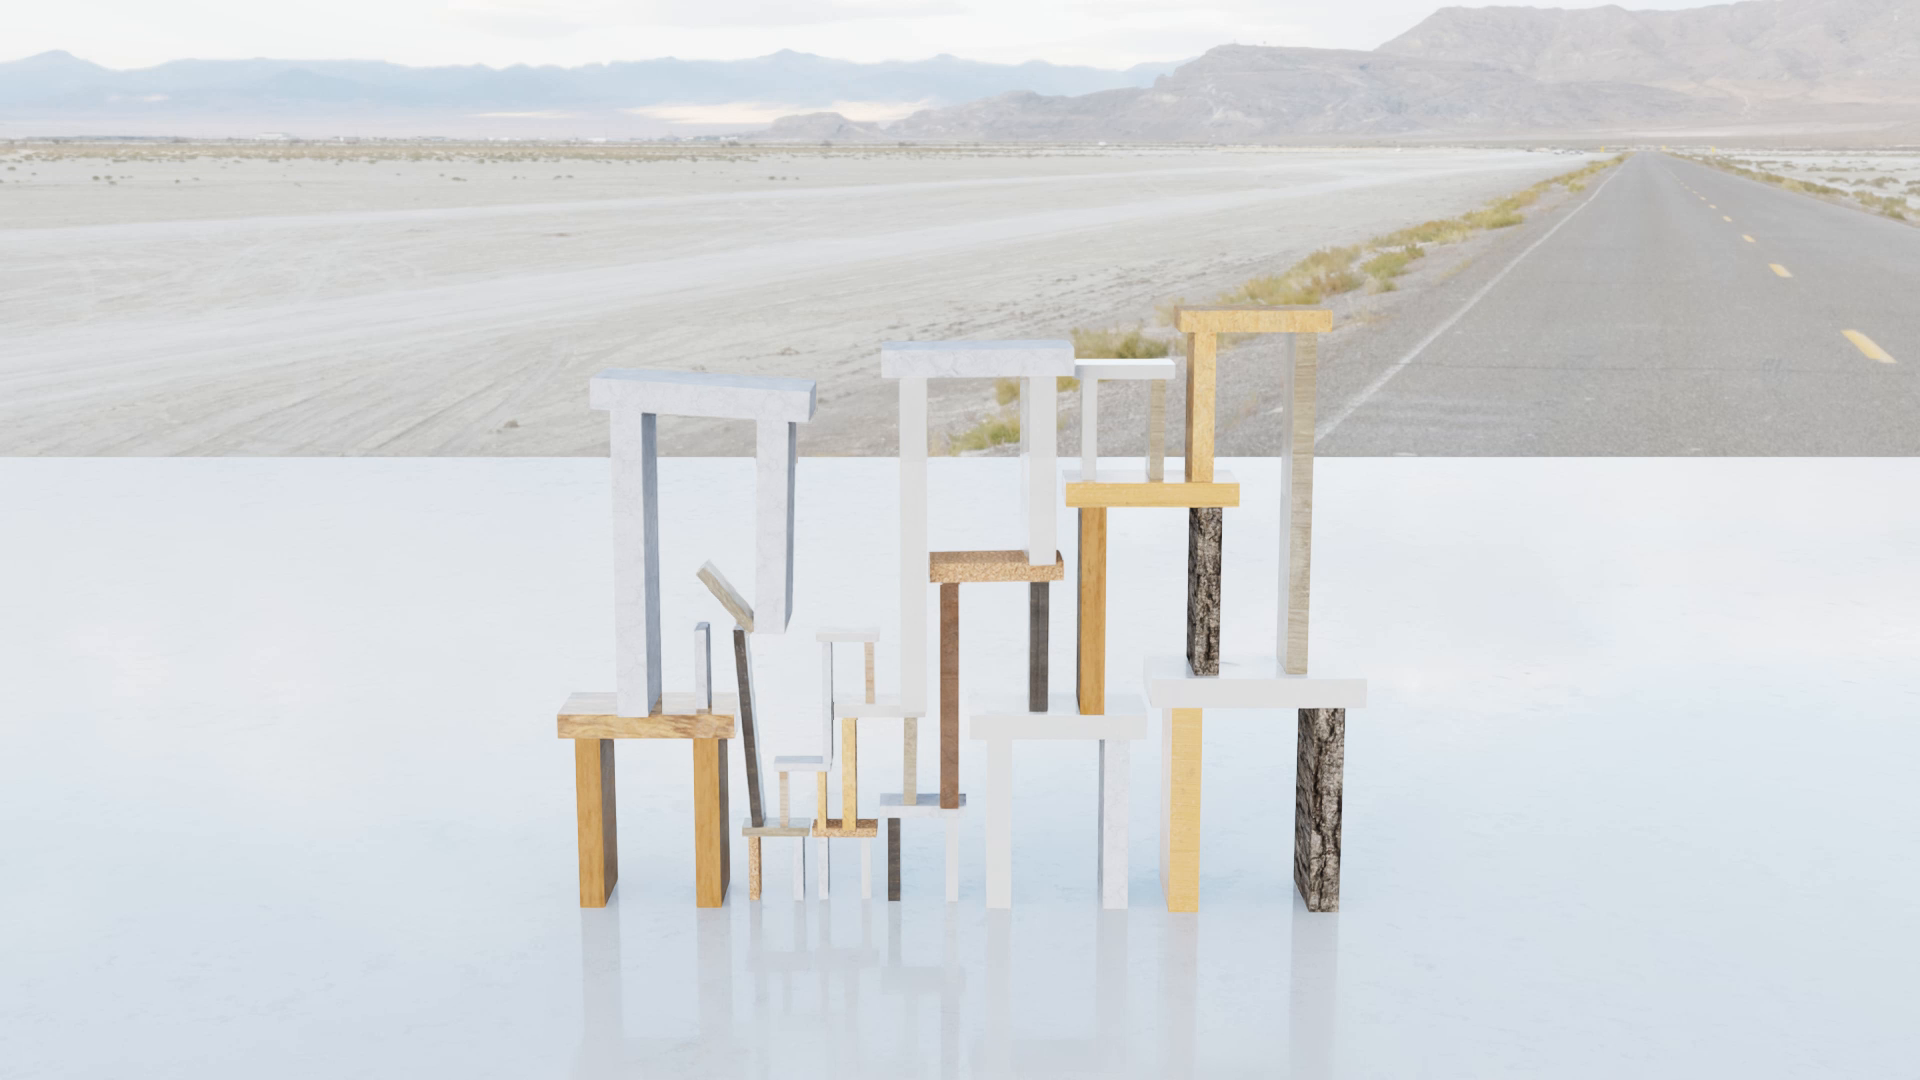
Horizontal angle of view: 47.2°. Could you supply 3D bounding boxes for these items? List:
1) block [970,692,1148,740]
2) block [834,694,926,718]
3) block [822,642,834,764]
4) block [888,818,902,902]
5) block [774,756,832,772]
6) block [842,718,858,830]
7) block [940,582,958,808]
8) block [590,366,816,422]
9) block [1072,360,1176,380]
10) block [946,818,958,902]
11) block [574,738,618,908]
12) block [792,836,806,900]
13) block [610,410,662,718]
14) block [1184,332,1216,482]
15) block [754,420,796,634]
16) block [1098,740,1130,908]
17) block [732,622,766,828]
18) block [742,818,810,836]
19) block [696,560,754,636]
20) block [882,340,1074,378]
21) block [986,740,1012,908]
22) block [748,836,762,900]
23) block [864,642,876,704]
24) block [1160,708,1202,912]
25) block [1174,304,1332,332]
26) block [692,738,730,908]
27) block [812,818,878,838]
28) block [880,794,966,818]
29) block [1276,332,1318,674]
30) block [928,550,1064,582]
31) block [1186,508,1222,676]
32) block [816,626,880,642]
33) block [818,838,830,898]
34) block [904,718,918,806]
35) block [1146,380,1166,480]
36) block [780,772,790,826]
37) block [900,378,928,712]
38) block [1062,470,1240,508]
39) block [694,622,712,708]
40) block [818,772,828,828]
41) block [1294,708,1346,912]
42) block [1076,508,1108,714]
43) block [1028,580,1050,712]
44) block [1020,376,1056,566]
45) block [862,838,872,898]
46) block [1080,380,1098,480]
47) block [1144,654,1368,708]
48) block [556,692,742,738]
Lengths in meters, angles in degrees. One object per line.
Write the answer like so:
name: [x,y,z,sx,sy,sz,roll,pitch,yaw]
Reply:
block: [0.159,0.289,3.614,0.286,0.041,0.143,0,11,0]
block: [-0.131,0.271,3.612,0.149,0.021,0.075,0,11,0]
block: [-0.217,0.261,3.608,0.015,0.204,0.051,0,11,0]
block: [-0.109,0.520,3.655,0.020,0.143,0.072,0,11,0]
block: [-0.259,0.368,3.626,0.094,0.013,0.047,0,11,0]
block: [-0.182,0.376,3.633,0.021,0.192,0.075,0,11,0]
block: [-0.017,0.243,3.606,0.030,0.378,0.108,0,11,0]
block: [-0.407,-0.233,3.516,0.342,0.048,0.171,4,11,-1]
block: [0.259,-0.273,3.509,0.161,0.023,0.081,0,11,0]
block: [-0.013,0.520,3.655,0.020,0.143,0.072,0,11,0]
block: [-0.602,0.449,3.647,0.041,0.286,0.143,0,11,0]
block: [-0.267,0.537,3.655,0.016,0.110,0.055,0,11,0]
block: [-0.524,0.027,3.564,0.048,0.492,0.171,0,11,0]
block: [0.384,-0.219,3.517,0.034,0.237,0.118,0,11,0]
block: [-0.298,-0.033,3.554,0.048,0.342,0.171,2,11,0]
block: [0.254,0.449,3.644,0.041,0.286,0.143,0,11,0]
block: [-0.345,0.303,3.616,0.019,0.333,0.066,-4,10,1]
block: [-0.304,0.475,3.643,0.110,0.016,0.055,0,11,0]
block: [-0.376,0.093,3.577,0.019,0.131,0.066,-39,8,7]
block: [0.026,-0.289,3.500,0.301,0.043,0.150,-1,11,-2]
block: [0.063,0.449,3.644,0.041,0.286,0.143,0,11,0]
block: [-0.340,0.537,3.655,0.016,0.110,0.055,0,11,0]
block: [-0.147,0.211,3.596,0.015,0.103,0.051,-1,11,0]
block: [0.364,0.422,3.633,0.049,0.343,0.171,0,11,0]
block: [0.463,-0.352,3.493,0.237,0.034,0.118,0,11,0]
block: [-0.411,0.449,3.647,0.041,0.286,0.143,0,11,0]
block: [-0.191,0.478,3.649,0.106,0.015,0.053,0,11,0]
block: [-0.061,0.440,3.640,0.143,0.020,0.072,0,11,0]
block: [0.542,-0.065,3.546,0.034,0.550,0.118,0,11,0]
block: [0.057,0.042,3.564,0.215,0.030,0.108,-1,11,-2]
block: [0.396,0.071,3.571,0.039,0.274,0.137,0,11,0]
block: [-0.182,0.154,3.587,0.103,0.015,0.051,0,11,1]
block: [-0.226,0.538,3.660,0.015,0.106,0.053,0,11,0]
block: [-0.082,0.355,3.628,0.021,0.149,0.075,1,11,0]
block: [0.313,-0.182,3.526,0.023,0.161,0.081,0,11,0]
block: [-0.290,0.421,3.635,0.013,0.094,0.047,0,11,0]
block: [-0.074,-0.002,3.553,0.043,0.539,0.150,0,11,0]
block: [0.305,-0.084,3.542,0.274,0.039,0.137,0,11,0]
block: [-0.420,0.204,3.598,0.019,0.131,0.066,0,11,0]
block: [-0.228,0.423,3.636,0.013,0.098,0.047,0,11,0]
block: [0.593,0.422,3.633,0.049,0.343,0.171,0,11,0]
block: [0.213,0.102,3.576,0.039,0.339,0.137,0,11,0]
block: [0.127,0.163,3.589,0.030,0.215,0.108,0,10,0]
block: [0.125,-0.122,3.535,0.043,0.301,0.150,-1,11,-4]
block: [-0.155,0.538,3.660,0.015,0.106,0.053,0,11,0]
block: [0.205,-0.182,3.525,0.023,0.161,0.081,0,11,0]
block: [0.478,0.230,3.598,0.343,0.049,0.171,0,11,0]
block: [-0.507,0.288,3.617,0.286,0.041,0.143,0,11,0]
